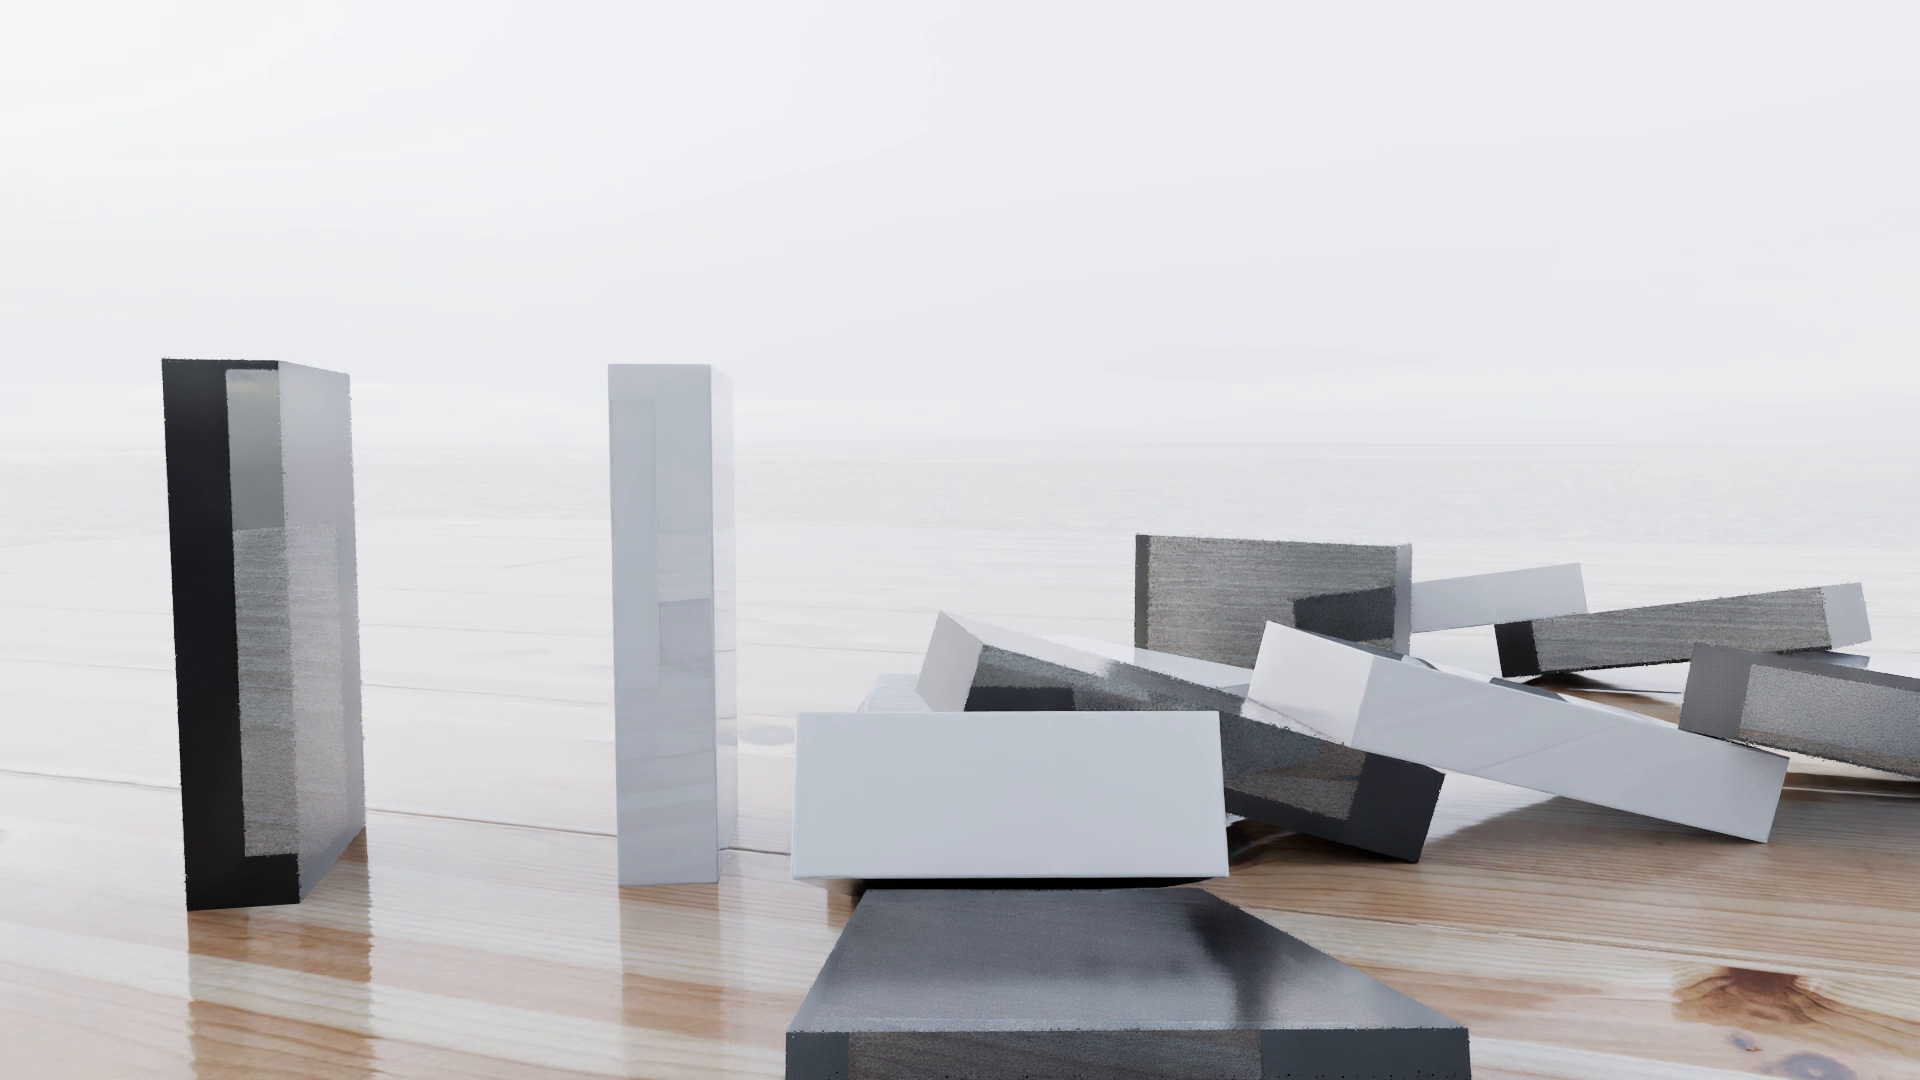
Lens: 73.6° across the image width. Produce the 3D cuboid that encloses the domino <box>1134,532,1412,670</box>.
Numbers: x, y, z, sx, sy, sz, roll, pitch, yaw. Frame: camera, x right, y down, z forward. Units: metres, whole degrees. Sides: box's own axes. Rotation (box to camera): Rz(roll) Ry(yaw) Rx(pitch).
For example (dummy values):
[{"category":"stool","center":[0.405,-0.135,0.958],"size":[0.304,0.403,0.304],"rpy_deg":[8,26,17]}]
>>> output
[{"category":"domino","center":[0.057,0.012,0.239],"size":[0.050,0.025,0.010],"rpy_deg":[3,5,35]}]

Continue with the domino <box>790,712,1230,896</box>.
[{"category":"domino","center":[0.003,0.022,0.098],"size":[0.025,0.009,0.050],"rpy_deg":[0,-17,-1]}]

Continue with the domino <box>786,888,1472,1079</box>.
[{"category":"domino","center":[0.006,0.027,0.071],"size":[0.025,0.010,0.050],"rpy_deg":[0,-9,-1]}]

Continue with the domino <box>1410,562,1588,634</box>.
[{"category":"domino","center":[0.094,0.013,0.253],"size":[0.050,0.009,0.025],"rpy_deg":[-9,-7,20]}]

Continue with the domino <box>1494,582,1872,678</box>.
[{"category":"domino","center":[0.121,0.016,0.218],"size":[0.025,0.009,0.050],"rpy_deg":[0,-9,-43]}]

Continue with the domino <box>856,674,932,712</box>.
[{"category":"domino","center":[0.000,0.026,0.159],"size":[0.025,0.009,0.050],"rpy_deg":[0,4,3]}]

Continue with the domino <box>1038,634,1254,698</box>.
[{"category":"domino","center":[0.022,0.023,0.196],"size":[0.025,0.010,0.050],"rpy_deg":[-3,5,-35]}]

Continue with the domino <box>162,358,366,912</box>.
[{"category":"domino","center":[-0.068,0.008,0.128],"size":[0.010,0.050,0.025],"rpy_deg":[-1,4,-12]}]

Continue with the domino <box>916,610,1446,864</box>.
[{"category":"domino","center":[0.022,0.020,0.138],"size":[0.050,0.009,0.025],"rpy_deg":[17,1,-11]}]

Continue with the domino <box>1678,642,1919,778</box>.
[{"category":"domino","center":[0.103,0.021,0.148],"size":[0.025,0.010,0.050],"rpy_deg":[10,-2,42]}]

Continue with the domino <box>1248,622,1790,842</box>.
[{"category":"domino","center":[0.061,0.021,0.144],"size":[0.050,0.009,0.025],"rpy_deg":[14,2,-11]}]

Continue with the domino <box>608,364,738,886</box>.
[{"category":"domino","center":[-0.029,0.007,0.134],"size":[0.009,0.050,0.025],"rpy_deg":[0,4,-5]}]

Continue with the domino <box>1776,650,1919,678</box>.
[{"category":"domino","center":[0.139,0.024,0.181],"size":[0.025,0.009,0.050],"rpy_deg":[-3,5,-31]}]
